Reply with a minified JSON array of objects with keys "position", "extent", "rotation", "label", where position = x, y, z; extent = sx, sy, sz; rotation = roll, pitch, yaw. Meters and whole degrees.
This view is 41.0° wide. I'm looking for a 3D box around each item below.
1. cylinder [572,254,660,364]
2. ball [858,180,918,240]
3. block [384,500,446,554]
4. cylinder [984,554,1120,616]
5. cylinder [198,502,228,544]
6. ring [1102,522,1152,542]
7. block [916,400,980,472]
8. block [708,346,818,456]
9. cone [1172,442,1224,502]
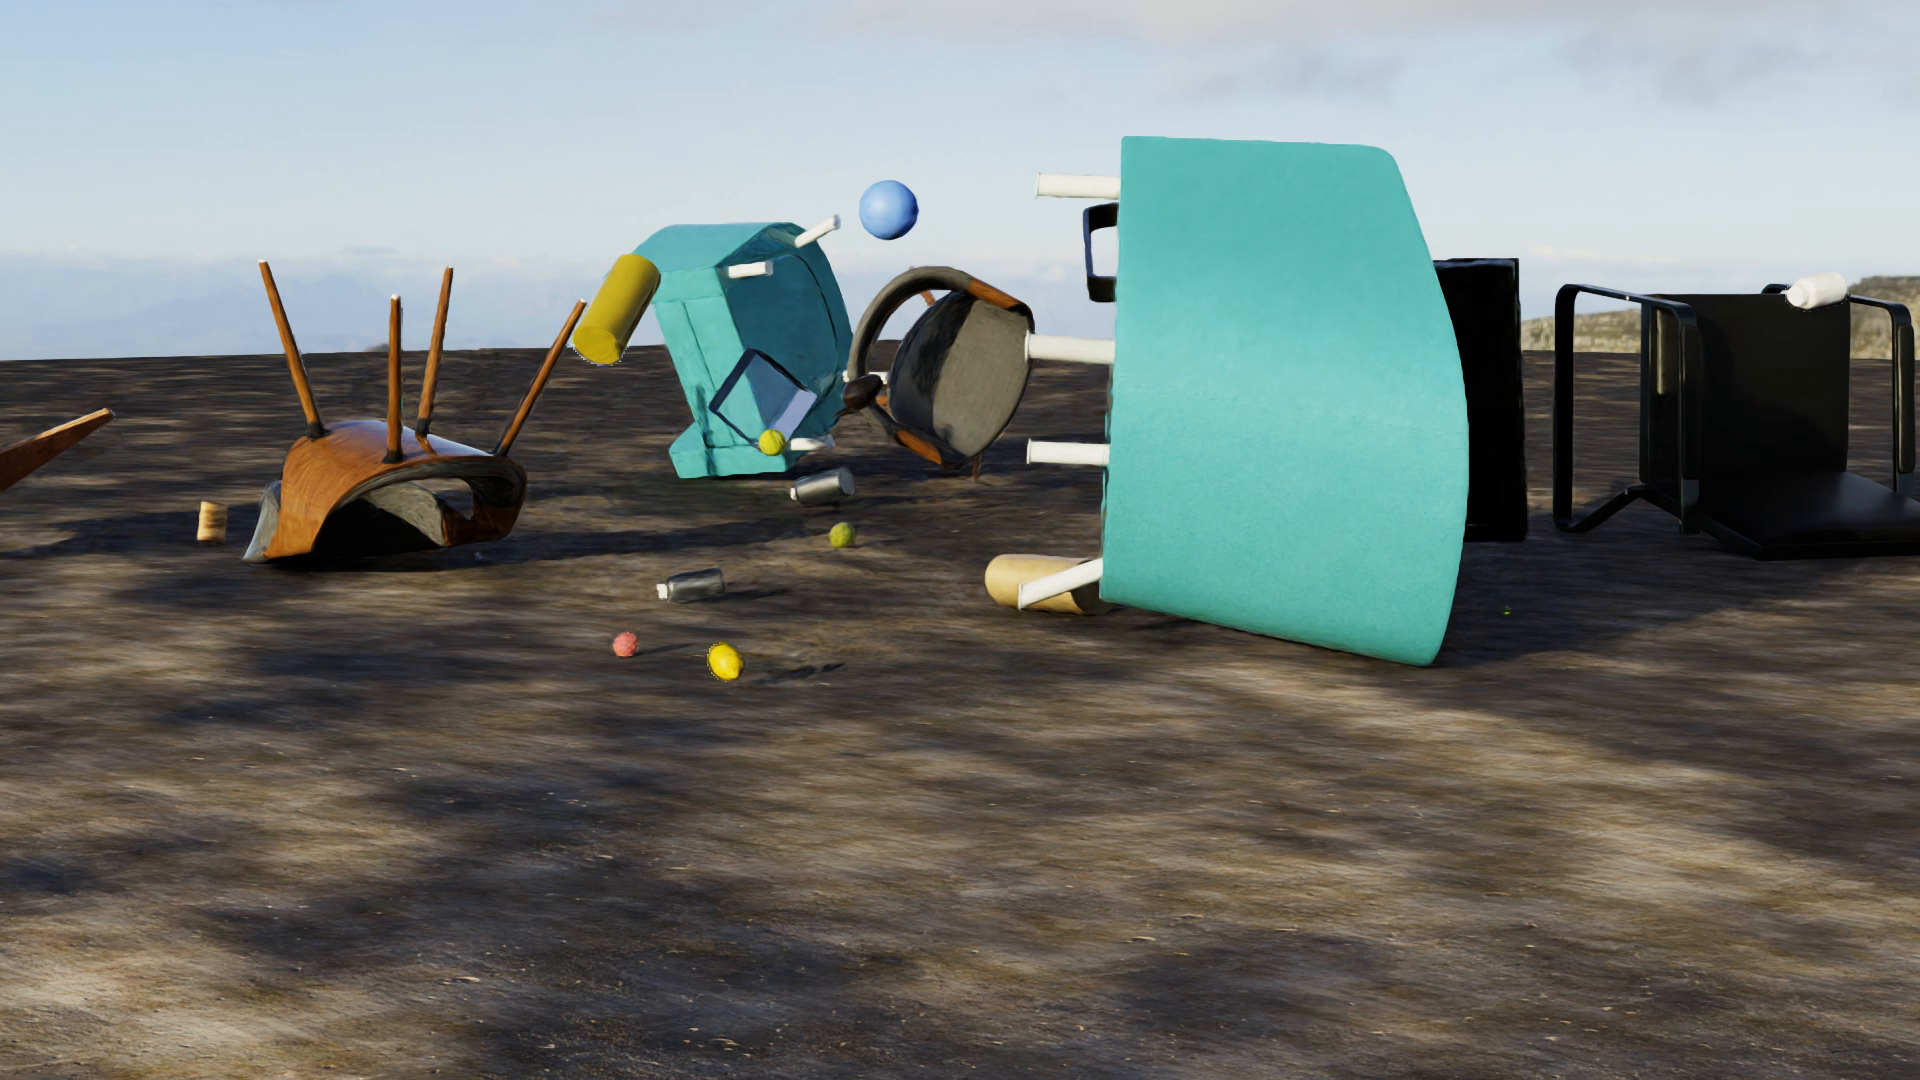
[{"position":[-0.781,-0.528,5.850],"extent":[0.116,0.256,0.113],"rotation":[32,-42,-12],"label":"cylinder"},{"position":[-0.229,-1.057,8.219],"extent":[0.192,0.192,0.192],"rotation":[0,6,0],"label":"ball"},{"position":[-1.305,-0.031,6.144],"extent":[0.129,0.109,0.071],"rotation":[-3,13,-30],"label":"block"},{"position":[0.182,0.086,5.025],"extent":[0.193,0.107,0.194],"rotation":[4,-5,34],"label":"cylinder"},{"position":[-1.833,-0.043,6.293],"extent":[0.044,0.095,0.081],"rotation":[2,-6,27],"label":"cylinder"},{"position":[0.414,-0.022,6.373],"extent":[0.127,0.062,0.023],"rotation":[-4,49,-1],"label":"ring"},{"position":[-0.042,-0.346,8.529],"extent":[0.099,0.127,0.209],"rotation":[21,24,-34],"label":"block"},{"position":[-0.593,-0.414,7.695],"extent":[0.236,0.224,0.105],"rotation":[40,10,27],"label":"block"},{"position":[0.692,-0.208,7.431],"extent":[0.143,0.165,0.186],"rotation":[-4,-11,36],"label":"cone"}]
